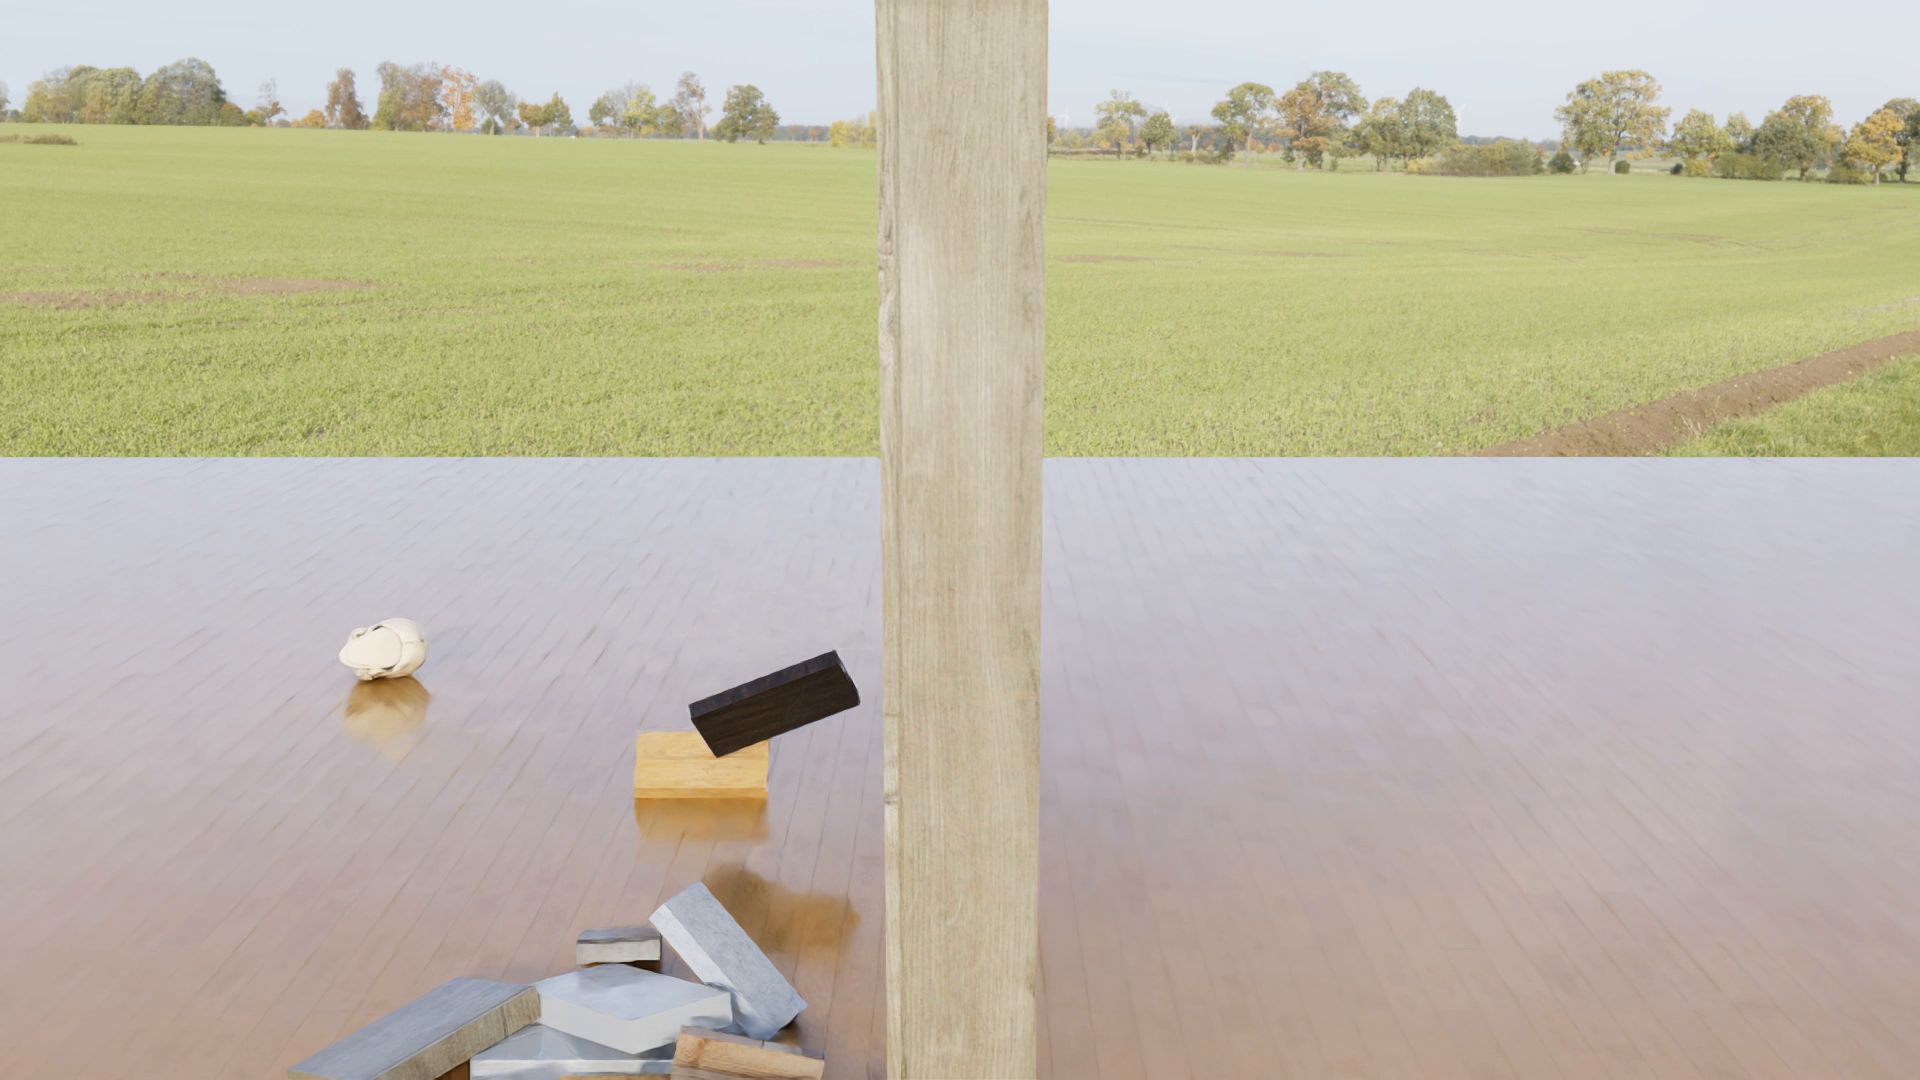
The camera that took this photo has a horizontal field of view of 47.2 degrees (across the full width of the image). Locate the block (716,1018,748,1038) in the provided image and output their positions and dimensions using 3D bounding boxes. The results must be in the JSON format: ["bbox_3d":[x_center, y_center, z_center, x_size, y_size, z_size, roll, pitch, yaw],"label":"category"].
[{"bbox_3d":[-0.332,0.682,3.007,0.076,0.021,0.151,29,9,-1],"label":"block"}]

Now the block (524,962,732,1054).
[{"bbox_3d":[-0.464,0.640,3.026,0.155,0.044,0.310,-8,4,-39],"label":"block"}]

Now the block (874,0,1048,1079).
[{"bbox_3d":[0.002,0.083,2.412,0.173,1.461,0.049,0,18,0],"label":"block"}]

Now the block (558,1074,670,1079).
[{"bbox_3d":[-0.432,0.727,2.859,0.187,0.027,0.094,-1,11,-3],"label":"block"}]

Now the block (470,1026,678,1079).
[{"bbox_3d":[-0.507,0.699,2.989,0.292,0.034,0.118,0,11,0],"label":"block"}]

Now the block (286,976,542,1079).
[{"bbox_3d":[-0.731,0.676,2.962,0.155,0.044,0.310,-2,13,34],"label":"block"}]

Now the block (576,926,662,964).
[{"bbox_3d":[-0.509,0.607,3.300,0.118,0.034,0.237,-1,-6,-7],"label":"block"}]

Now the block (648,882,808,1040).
[{"bbox_3d":[-0.326,0.596,3.102,0.237,0.034,0.118,48,19,7],"label":"block"}]

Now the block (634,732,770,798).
[{"bbox_3d":[-0.494,0.432,4.220,0.252,0.036,0.126,0,51,-2],"label":"block"}]

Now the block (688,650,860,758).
[{"bbox_3d":[-0.342,0.305,4.073,0.291,0.126,0.036,-21,46,4],"label":"block"}]

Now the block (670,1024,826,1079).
[{"bbox_3d":[-0.273,0.684,2.805,0.187,0.094,0.027,12,10,-3],"label":"block"}]
